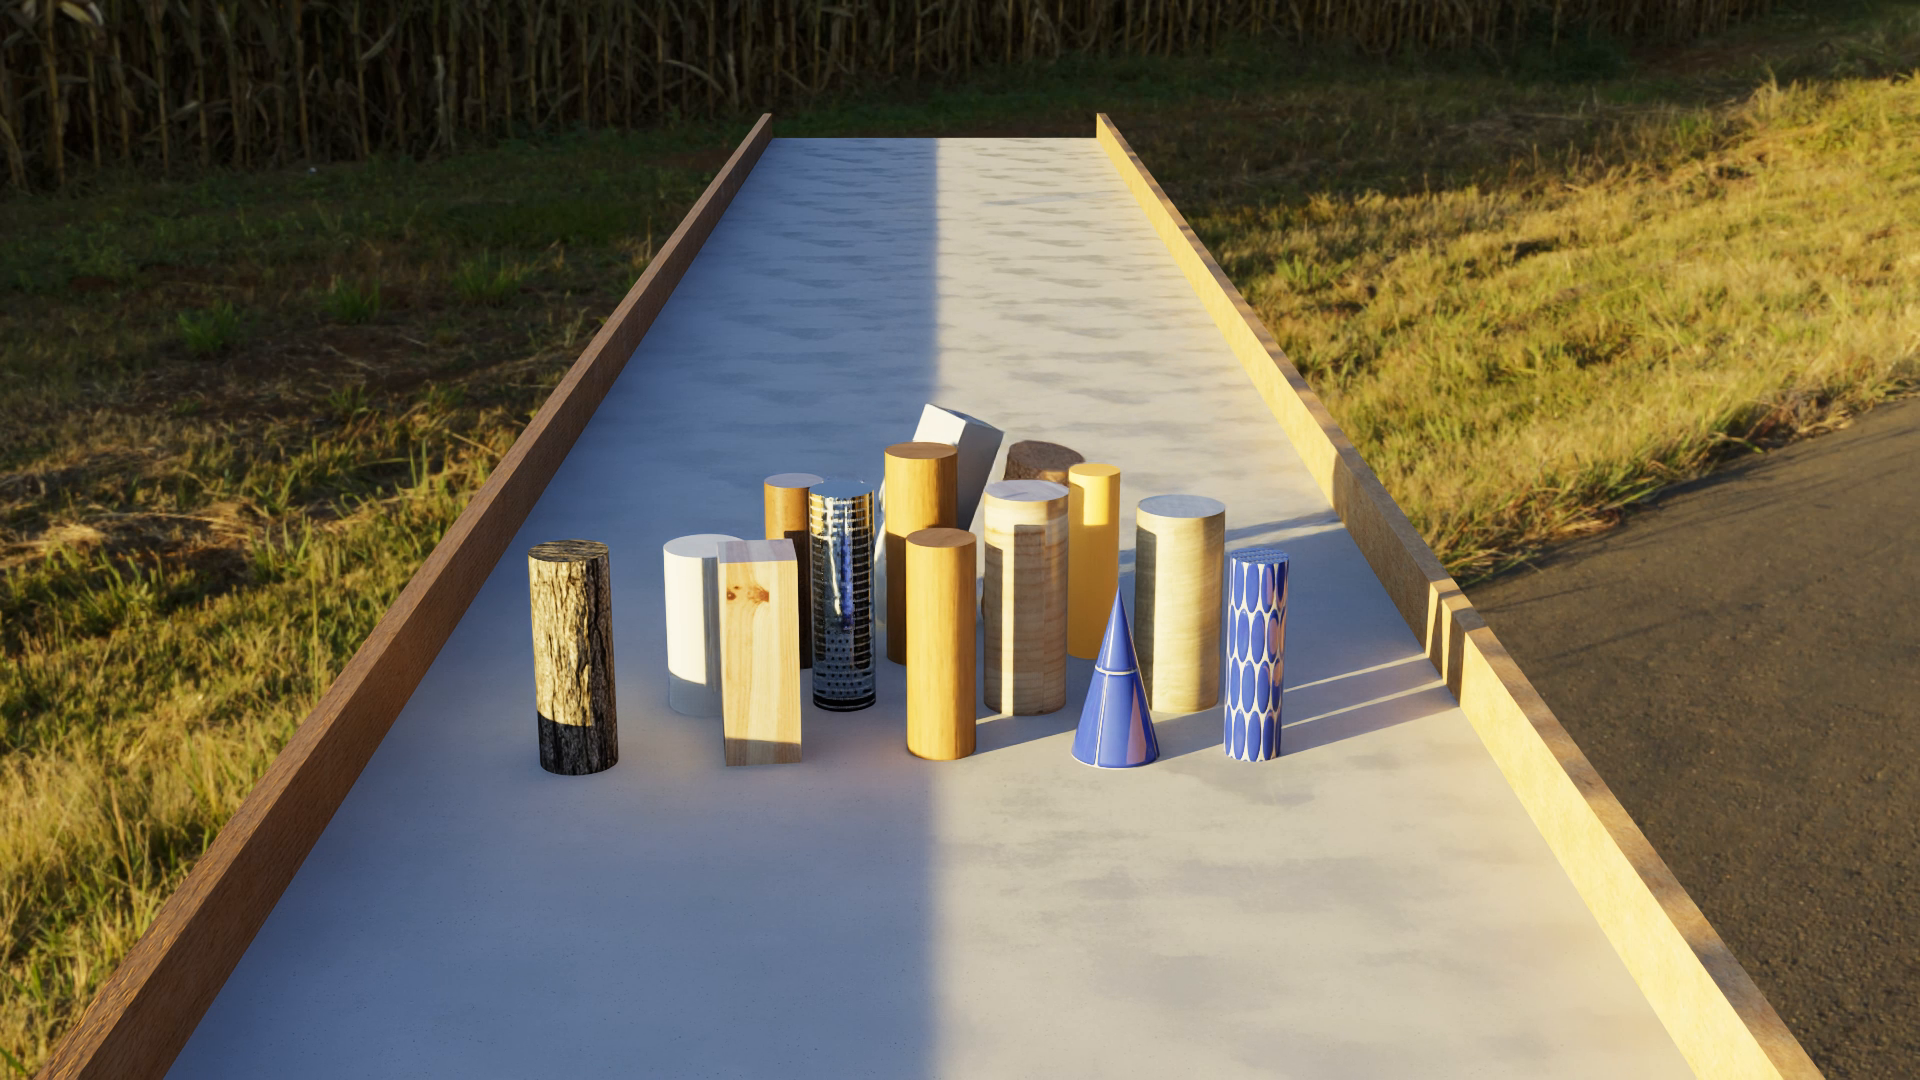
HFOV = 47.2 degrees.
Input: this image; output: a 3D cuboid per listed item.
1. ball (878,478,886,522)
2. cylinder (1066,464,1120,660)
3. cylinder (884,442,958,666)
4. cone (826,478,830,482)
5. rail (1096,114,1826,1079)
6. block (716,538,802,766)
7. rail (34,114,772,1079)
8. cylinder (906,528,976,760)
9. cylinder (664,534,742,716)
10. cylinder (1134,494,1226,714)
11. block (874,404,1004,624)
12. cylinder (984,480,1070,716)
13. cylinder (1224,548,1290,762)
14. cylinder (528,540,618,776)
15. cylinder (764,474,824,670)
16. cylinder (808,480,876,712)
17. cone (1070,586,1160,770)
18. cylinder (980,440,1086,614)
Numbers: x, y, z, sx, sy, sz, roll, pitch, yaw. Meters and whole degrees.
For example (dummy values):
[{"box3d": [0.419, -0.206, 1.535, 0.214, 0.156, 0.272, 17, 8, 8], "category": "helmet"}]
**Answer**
[{"box3d": [-0.079, -0.081, 4.714, 0.193, 0.193, 0.193, 0, 17, 0], "category": "ball"}, {"box3d": [0.267, 0.043, 4.415, 0.102, 0.380, 0.102, 0, 17, 0], "category": "cylinder"}, {"box3d": [-0.076, 0.028, 4.385, 0.143, 0.426, 0.143, 0, 17, 0], "category": "cylinder"}, {"box3d": [-0.276, 0.014, 4.633, 0.132, 0.311, 0.132, 0, 17, 0], "category": "cone"}, {"box3d": [0.932, -0.844, 7.801, 0.050, 0.150, 12.000, 0, 17, -1], "category": "rail"}, {"box3d": [-0.356, 0.199, 3.900, 0.133, 0.375, 0.133, -2, 17, -8], "category": "block"}, {"box3d": [-1.118, -0.838, 7.780, 0.050, 0.150, 12.000, 0, 17, -1], "category": "rail"}, {"box3d": [-0.033, 0.185, 3.909, 0.124, 0.395, 0.124, 0, 17, 0], "category": "cylinder"}, {"box3d": [-0.475, 0.159, 4.148, 0.155, 0.310, 0.155, 0, 17, 0], "category": "cylinder"}, {"box3d": [0.413, 0.119, 4.157, 0.165, 0.381, 0.165, 0, 17, 0], "category": "cylinder"}, {"box3d": [-0.064, -0.043, 4.538, 0.121, 0.448, 0.121, 12, 11, -47], "category": "block"}, {"box3d": [0.124, 0.108, 4.133, 0.157, 0.417, 0.157, 0, 17, 0], "category": "cylinder"}, {"box3d": [0.525, 0.203, 3.901, 0.103, 0.366, 0.103, 0, 17, 0], "category": "cylinder"}, {"box3d": [-0.676, 0.205, 3.853, 0.138, 0.390, 0.138, 0, 17, 0], "category": "cylinder"}, {"box3d": [-0.326, 0.062, 4.365, 0.116, 0.373, 0.116, 0, 17, 0], "category": "cylinder"}, {"box3d": [-0.220, 0.106, 4.137, 0.120, 0.418, 0.120, 0, 17, 0], "category": "cylinder"}, {"box3d": [0.279, 0.230, 3.900, 0.160, 0.315, 0.160, 0, 17, 0], "category": "cone"}, {"box3d": [0.150, -0.008, 4.568, 0.159, 0.365, 0.159, 8, 25, -4], "category": "cylinder"}]
